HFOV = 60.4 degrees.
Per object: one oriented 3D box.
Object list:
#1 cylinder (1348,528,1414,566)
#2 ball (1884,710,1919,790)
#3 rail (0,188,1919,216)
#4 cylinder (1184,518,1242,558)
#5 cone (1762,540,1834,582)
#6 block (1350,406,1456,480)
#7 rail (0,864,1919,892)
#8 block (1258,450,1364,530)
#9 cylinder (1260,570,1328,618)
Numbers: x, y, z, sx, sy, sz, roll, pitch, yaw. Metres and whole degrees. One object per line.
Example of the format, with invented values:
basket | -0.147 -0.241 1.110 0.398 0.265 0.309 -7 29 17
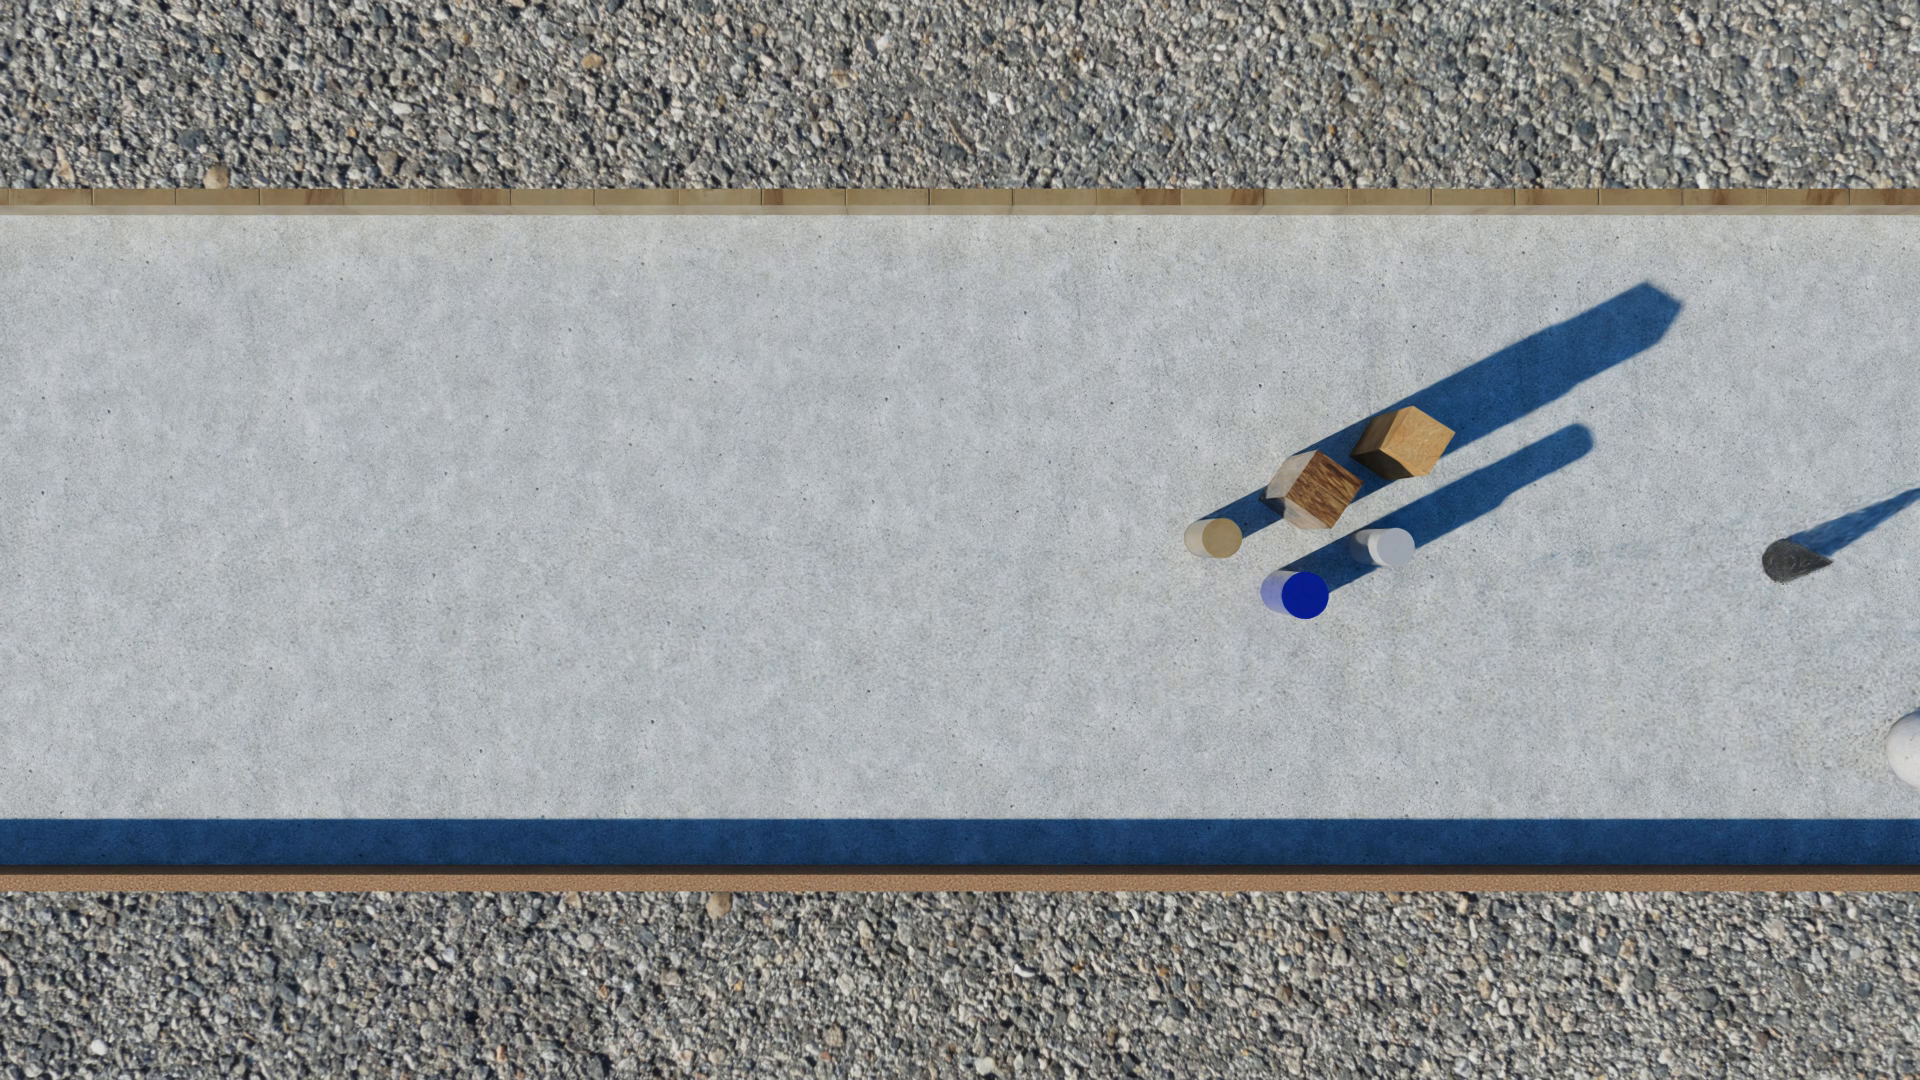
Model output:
cylinder | 1.251 0.020 4.905 0.110 0.342 0.110 0 90 0
ball | 2.917 0.633 4.954 0.246 0.246 0.246 0 90 0
rail | -2.247 -1.025 5.002 12.000 0.150 0.050 0 90 0
cylinder | 0.746 -0.005 4.885 0.115 0.382 0.115 0 90 0
cone | 2.536 0.065 4.926 0.134 0.302 0.134 0 90 0
block | 1.294 -0.280 4.854 0.141 0.444 0.141 32 90 0
rail | -2.247 1.025 5.001 12.000 0.150 0.050 0 90 0
block | 1.027 -0.143 4.859 0.160 0.435 0.160 35 90 0
cylinder | 0.993 0.159 4.911 0.137 0.332 0.137 0 90 0
